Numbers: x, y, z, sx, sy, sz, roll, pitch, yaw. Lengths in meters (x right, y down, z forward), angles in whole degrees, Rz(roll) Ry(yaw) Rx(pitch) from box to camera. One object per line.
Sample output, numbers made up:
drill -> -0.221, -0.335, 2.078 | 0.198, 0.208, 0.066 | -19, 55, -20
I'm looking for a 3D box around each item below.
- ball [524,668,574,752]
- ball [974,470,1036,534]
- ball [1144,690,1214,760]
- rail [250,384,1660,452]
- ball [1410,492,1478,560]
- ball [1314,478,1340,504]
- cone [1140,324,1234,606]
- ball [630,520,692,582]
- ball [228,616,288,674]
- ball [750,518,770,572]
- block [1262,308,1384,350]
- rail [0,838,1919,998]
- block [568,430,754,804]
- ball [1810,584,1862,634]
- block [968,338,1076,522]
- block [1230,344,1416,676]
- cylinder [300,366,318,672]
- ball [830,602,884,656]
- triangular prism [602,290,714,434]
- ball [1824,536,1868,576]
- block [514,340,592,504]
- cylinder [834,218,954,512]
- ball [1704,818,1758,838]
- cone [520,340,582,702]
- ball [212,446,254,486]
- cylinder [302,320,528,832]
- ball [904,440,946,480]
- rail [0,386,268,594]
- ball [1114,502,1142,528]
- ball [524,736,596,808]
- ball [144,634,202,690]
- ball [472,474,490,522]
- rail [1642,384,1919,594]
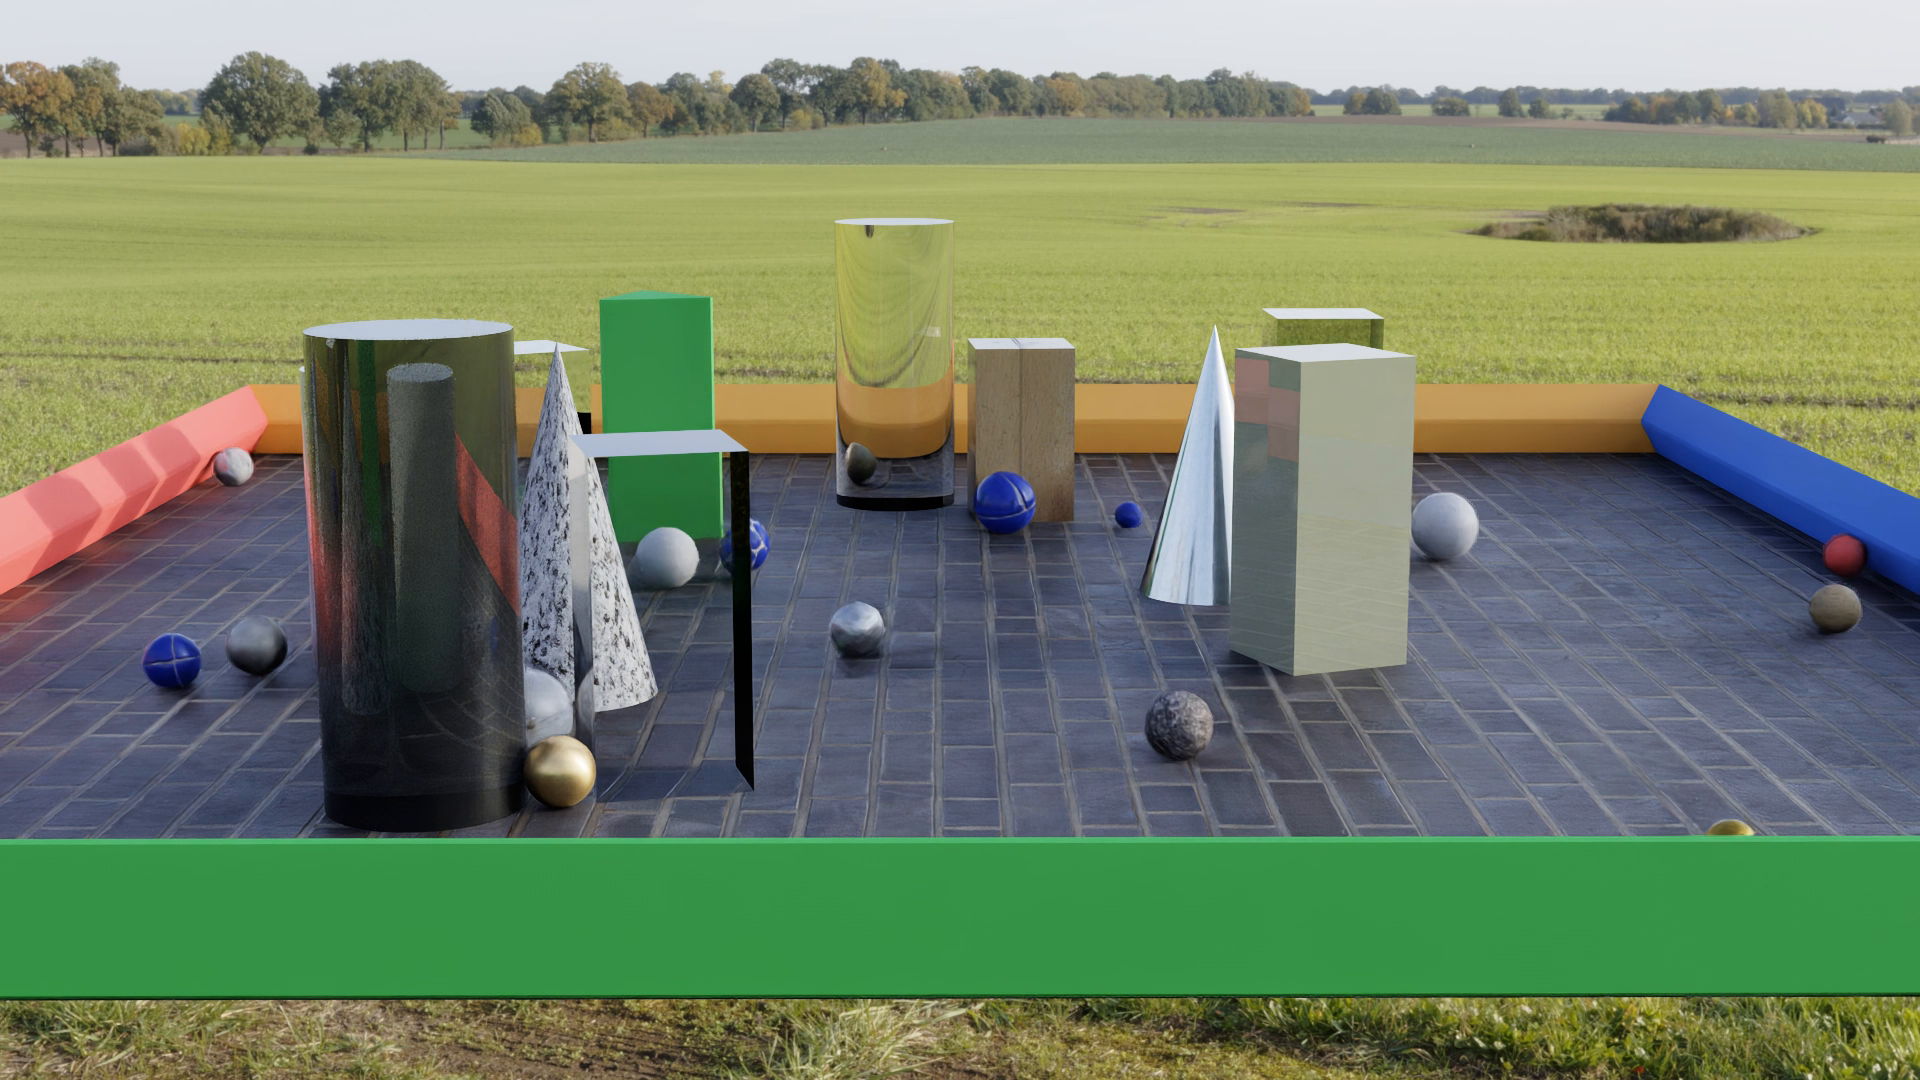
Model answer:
ball -> -0.459, 0.185, 2.714 | 0.100, 0.100, 0.100 | 0, 10, 0
ball -> 0.070, -0.060, 4.042 | 0.099, 0.099, 0.099 | 0, 10, 0
ball -> 0.233, 0.197, 2.727 | 0.073, 0.073, 0.073 | 0, 10, 0
rail -> -0.008, -0.227, 4.857 | 2.680, 0.130, 0.045 | 0, 10, 0
ball -> 0.722, -0.021, 3.831 | 0.100, 0.100, 0.100 | 0, 10, 0
ball -> 0.617, -0.082, 4.317 | 0.042, 0.042, 0.042 | 0, 10, 0
cone -> 0.352, -0.113, 3.571 | 0.200, 0.376, 0.200 | 0, 10, 0
ball -> -0.427, 0.016, 3.663 | 0.089, 0.089, 0.089 | 0, 10, 0
ball -> -0.850, 0.128, 3.105 | 0.071, 0.071, 0.071 | 0, 10, 0
ball -> -0.317, 0.007, 3.726 | 0.083, 0.083, 0.083 | 0, 10, 0
block -> 0.550, -0.170, 3.935 | 0.160, 0.355, 0.160 | 0, 10, -2
rail -> 0.008, 0.294, 2.040 | 2.680, 0.130, 0.045 | 0, 10, 0
block -> -0.308, 0.074, 2.631 | 0.160, 0.350, 0.160 | -3, 11, -15
ball -> 1.138, 0.089, 3.335 | 0.064, 0.064, 0.064 | 0, 10, 0
block -> 0.098, -0.182, 4.202 | 0.160, 0.281, 0.160 | -1, 11, -4
block -> 0.446, -0.042, 3.170 | 0.160, 0.381, 0.160 | -4, 11, -23
cylinder -> -0.696, -0.029, 3.136 | 0.200, 0.368, 0.200 | 0, 10, 0
ball -> -0.128, 0.111, 3.202 | 0.068, 0.068, 0.068 | 0, 10, 0
triangular prism -> -0.489, -0.206, 4.089 | 0.173, 0.370, 0.150 | -3, 11, -14
ball -> 1.279, 0.023, 3.702 | 0.059, 0.059, 0.059 | 0, 10, 0
block -> -0.647, -0.123, 3.773 | 0.160, 0.321, 0.160 | -6, 12, -31
cylinder -> -0.109, -0.297, 4.302 | 0.200, 0.471, 0.200 | 0, 10, 0
ball -> 0.704, 0.280, 2.341 | 0.050, 0.050, 0.050 | 0, 10, 0
cone -> -0.471, -0.032, 3.037 | 0.200, 0.411, 0.200 | 0, 10, 0
ball -> -1.274, -0.128, 4.496 | 0.069, 0.069, 0.069 | 0, 10, 0
cylinder -> -0.533, 0.030, 2.523 | 0.200, 0.475, 0.200 | 0, 10, 0
ball -> -0.063, -0.143, 4.565 | 0.073, 0.073, 0.073 | 0, 10, 0
rail -> -1.316, 0.035, 3.441 | 0.045, 0.130, 2.912 | 0, 10, 0
ball -> 0.268, -0.040, 4.087 | 0.043, 0.043, 0.043 | 0, 10, 0
ball -> -0.398, 0.230, 2.550 | 0.072, 0.072, 0.072 | 0, 10, 0
ball -> -0.931, 0.143, 3.035 | 0.066, 0.066, 0.066 | 0, 10, 0
ball -> -0.799, -0.066, 4.106 | 0.088, 0.088, 0.088 | 0, 10, 0
rail -> 1.316, 0.032, 3.456 | 0.045, 0.130, 2.912 | 0, 10, 0
